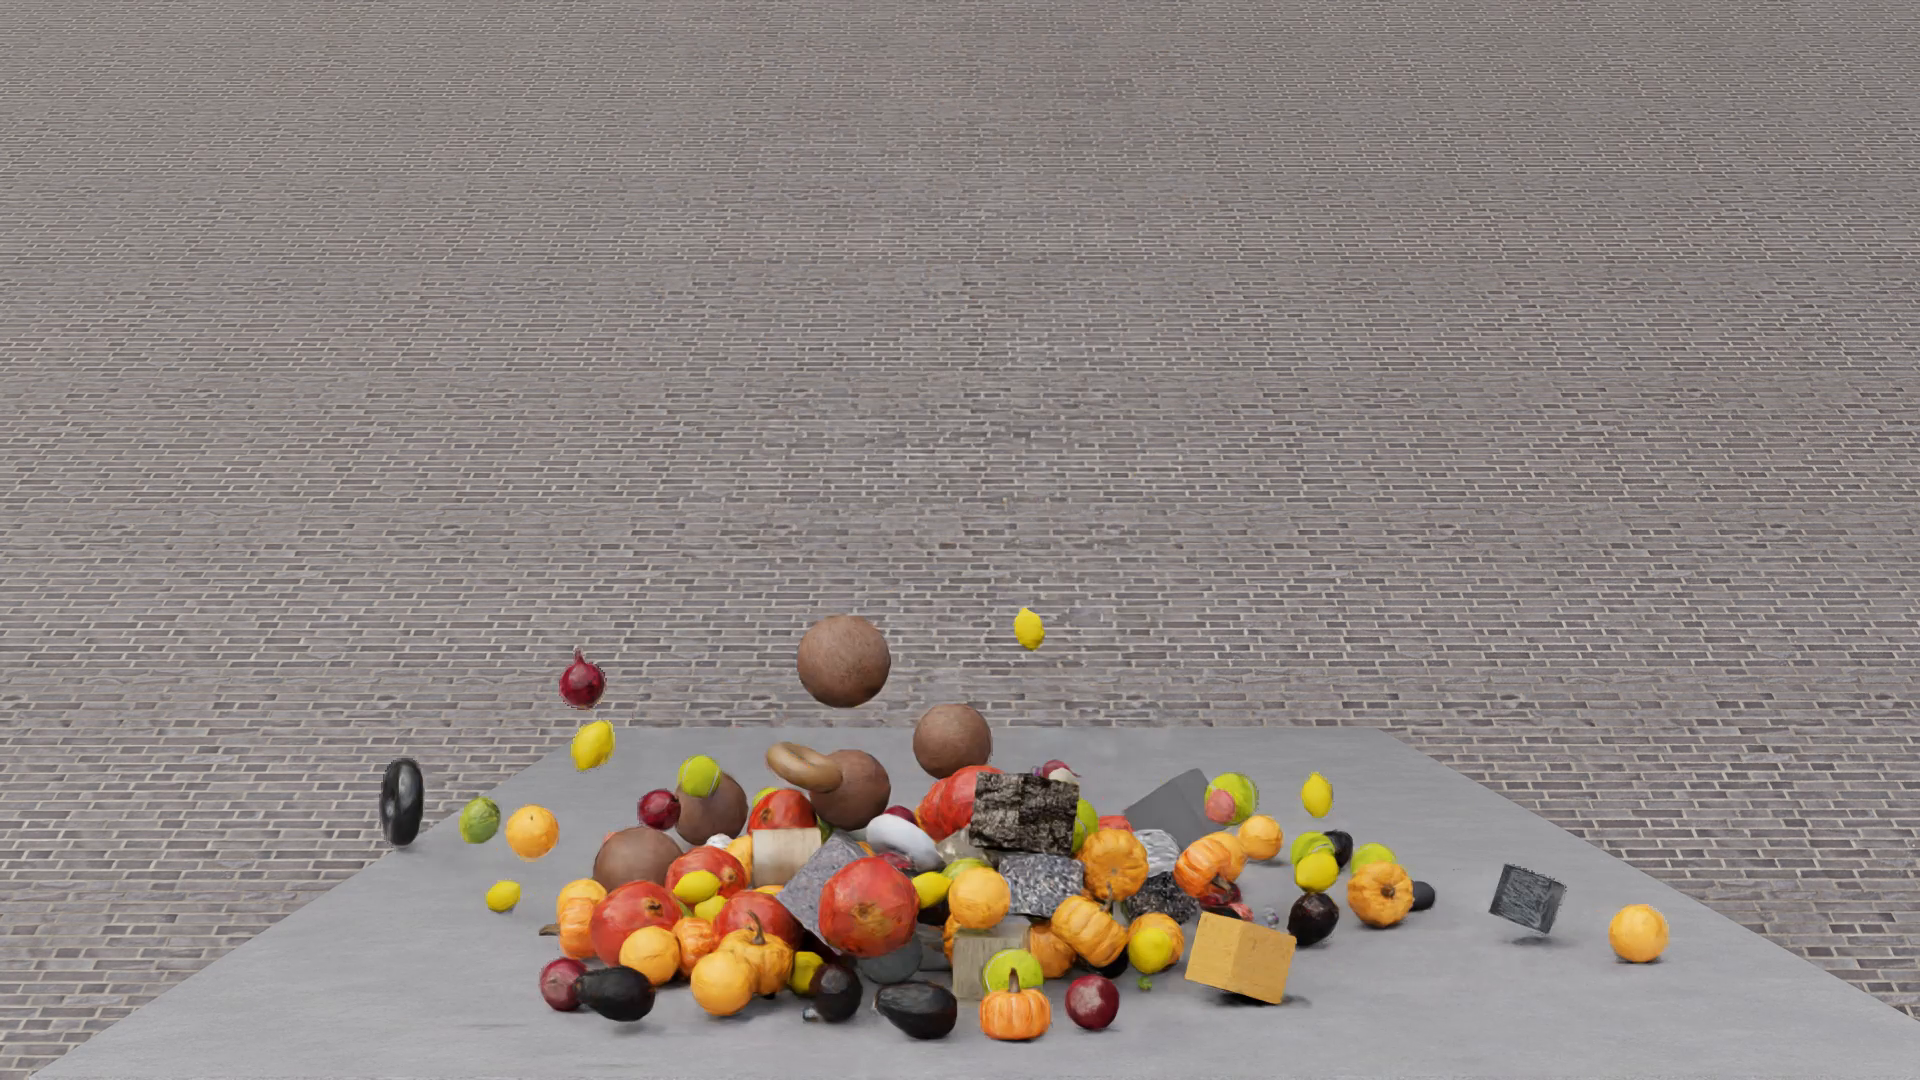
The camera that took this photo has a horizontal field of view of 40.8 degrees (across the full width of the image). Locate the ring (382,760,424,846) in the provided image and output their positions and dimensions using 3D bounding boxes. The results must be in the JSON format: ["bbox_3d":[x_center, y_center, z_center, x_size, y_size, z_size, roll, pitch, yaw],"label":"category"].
[{"bbox_3d":[-0.921,0.434,4.265,0.048,0.143,0.143,5,24,-25],"label":"ring"}]

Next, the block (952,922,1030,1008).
[{"bbox_3d":[0.037,0.491,2.984,0.081,0.081,0.081,1,3,9],"label":"block"}]

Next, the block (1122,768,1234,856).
[{"bbox_3d":[0.305,0.388,3.607,0.094,0.094,0.094,58,25,10],"label":"block"}]

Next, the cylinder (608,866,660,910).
[{"bbox_3d":[-0.460,0.493,3.653,0.058,0.058,0.058,10,23,-23],"label":"cylinder"}]

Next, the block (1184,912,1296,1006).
[{"bbox_3d":[0.324,0.482,2.979,0.080,0.080,0.080,21,-10,-29],"label":"block"}]

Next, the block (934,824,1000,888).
[{"bbox_3d":[0.022,0.384,3.204,0.063,0.063,0.063,-36,-9,34],"label":"block"}]

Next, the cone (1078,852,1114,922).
[{"bbox_3d":[0.140,0.463,3.398,0.095,0.095,0.095,-7,28,-16],"label":"cone"}]

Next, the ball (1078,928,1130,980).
[{"bbox_3d":[0.174,0.500,3.117,0.062,0.062,0.062,0,27,0],"label":"ball"}]

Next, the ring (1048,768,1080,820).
[{"bbox_3d":[0.177,0.449,4.449,0.038,0.113,0.113,-5,24,22],"label":"ring"}]

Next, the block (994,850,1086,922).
[{"bbox_3d":[0.096,0.419,3.128,0.073,0.073,0.073,15,-12,-36],"label":"block"}]

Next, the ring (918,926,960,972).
[{"bbox_3d":[-0.011,0.508,3.209,0.125,0.042,0.125,-5,0,0],"label":"ring"}]

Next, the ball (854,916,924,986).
[{"bbox_3d":[-0.085,0.491,3.085,0.082,0.082,0.082,0,27,0],"label":"ball"}]

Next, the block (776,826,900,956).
[{"bbox_3d":[-0.142,0.411,3.032,0.100,0.100,0.100,43,-1,2],"label":"block"}]

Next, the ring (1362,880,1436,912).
[{"bbox_3d":[0.624,0.506,3.672,0.104,0.035,0.104,-1,0,0],"label":"ring"}]

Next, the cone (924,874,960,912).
[{"bbox_3d":[-0.033,0.511,3.674,0.055,0.055,0.055,8,62,-15],"label":"cone"}]

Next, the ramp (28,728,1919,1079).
[{"bbox_3d":[0.062,0.559,4.597,2.000,0.100,4.000,0,1,0],"label":"ramp"}]

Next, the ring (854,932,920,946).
[{"bbox_3d":[-0.089,0.514,3.285,0.091,0.030,0.091,-2,2,0],"label":"ring"}]

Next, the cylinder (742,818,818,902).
[{"bbox_3d":[-0.254,0.471,3.771,0.099,0.099,0.099,-24,32,-7],"label":"cylinder"}]

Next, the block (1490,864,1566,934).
[{"bbox_3d":[0.740,0.469,3.368,0.067,0.067,0.067,17,-5,28],"label":"block"}]

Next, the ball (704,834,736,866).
[{"bbox_3d":[-0.379,0.491,4.084,0.052,0.052,0.052,0,27,0],"label":"ball"}]

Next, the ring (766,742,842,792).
[{"bbox_3d":[-0.242,0.352,4.000,0.125,0.042,0.125,23,8,-3],"label":"ring"}]

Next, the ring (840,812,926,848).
[{"bbox_3d":[-0.132,0.489,4.347,0.147,0.049,0.147,-1,2,0],"label":"ring"}]

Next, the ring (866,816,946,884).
[{"bbox_3d":[-0.069,0.394,3.288,0.116,0.116,0.039,25,69,39],"label":"ring"}]

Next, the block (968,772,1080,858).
[{"bbox_3d":[0.078,0.334,3.134,0.089,0.089,0.089,16,-14,-37],"label":"block"}]

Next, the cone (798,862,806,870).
[{"bbox_3d":[-0.168,0.468,3.406,0.079,0.079,0.079,11,20,-30],"label":"cone"}]

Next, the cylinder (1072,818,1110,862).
[{"bbox_3d":[0.172,0.474,3.998,0.087,0.087,0.087,-18,10,-31],"label":"cylinder"}]
